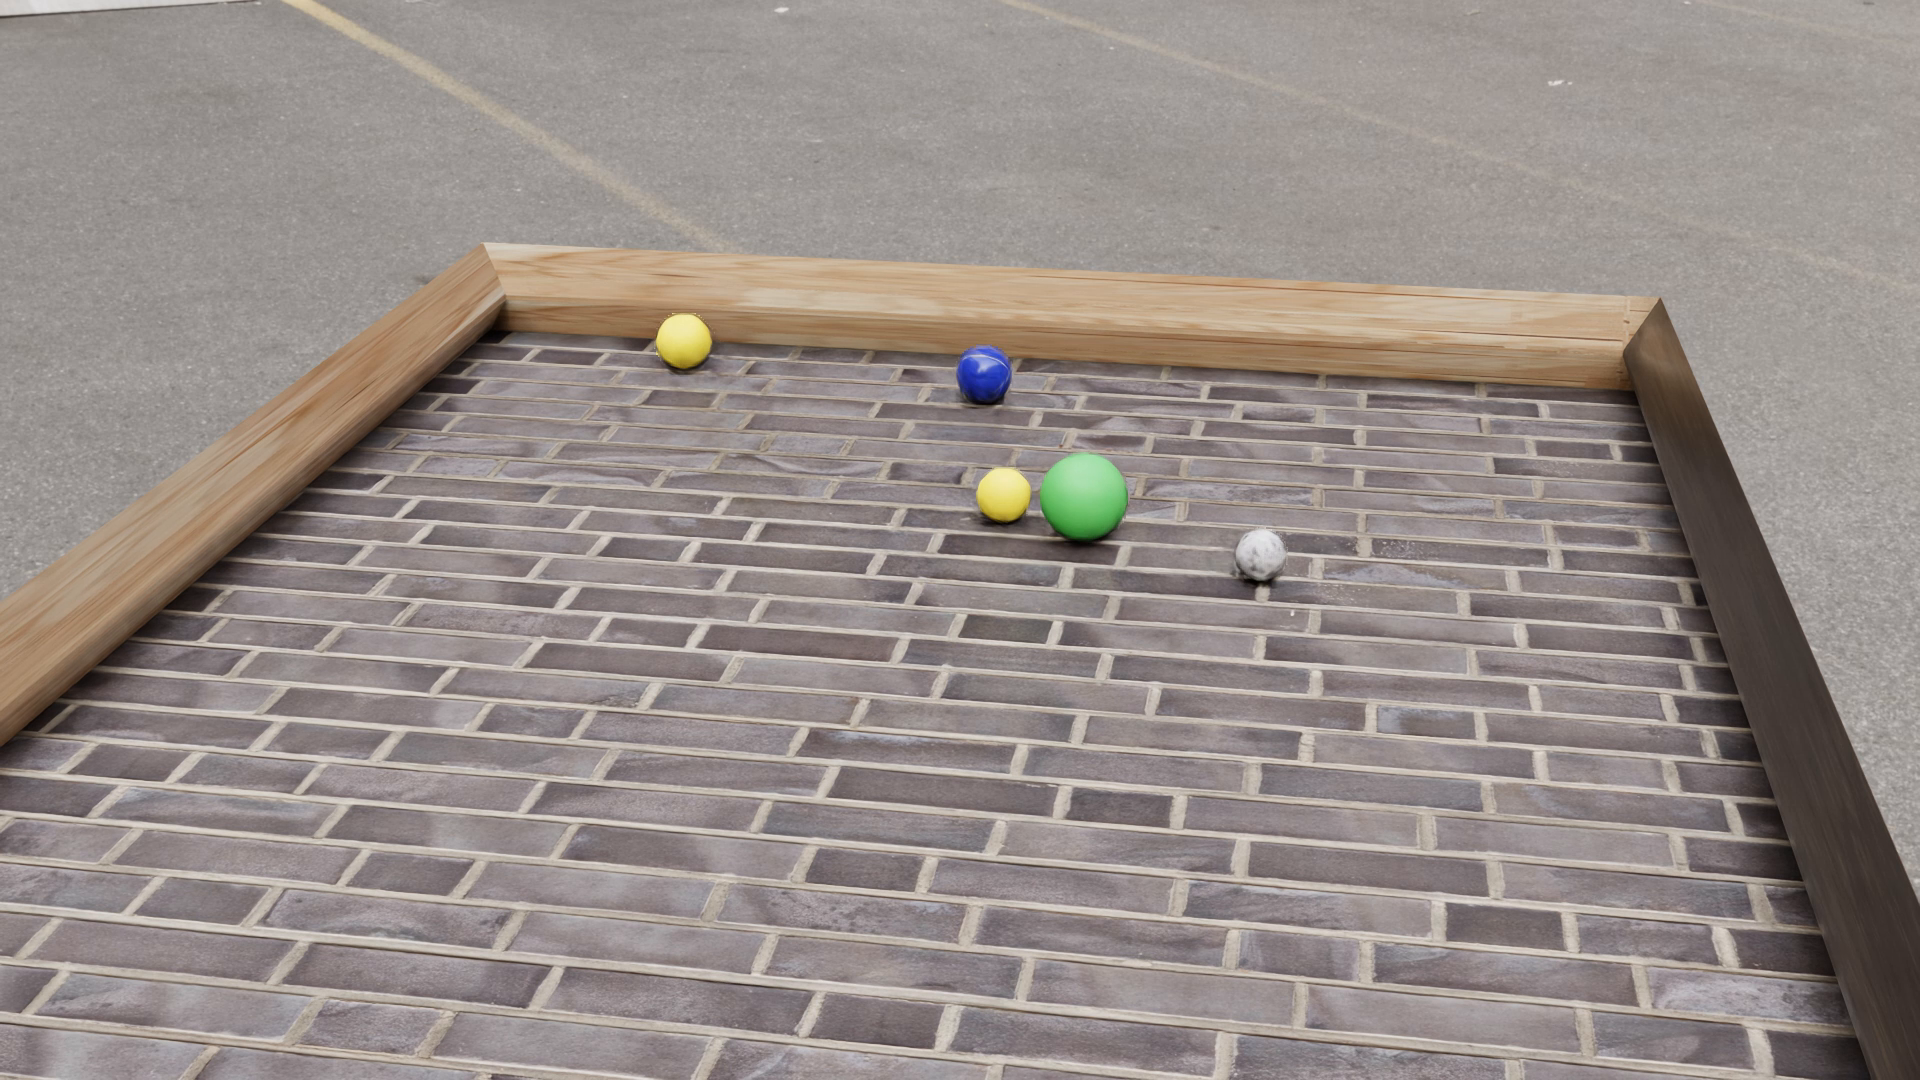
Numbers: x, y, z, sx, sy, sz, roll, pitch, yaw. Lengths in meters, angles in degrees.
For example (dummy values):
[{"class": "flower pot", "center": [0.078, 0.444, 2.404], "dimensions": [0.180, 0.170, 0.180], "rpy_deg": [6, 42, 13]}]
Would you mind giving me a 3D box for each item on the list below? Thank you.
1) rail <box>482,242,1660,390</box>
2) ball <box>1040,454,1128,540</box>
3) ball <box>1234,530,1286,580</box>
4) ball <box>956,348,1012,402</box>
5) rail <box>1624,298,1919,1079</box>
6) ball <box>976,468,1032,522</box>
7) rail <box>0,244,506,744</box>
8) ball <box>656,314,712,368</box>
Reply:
[{"class": "rail", "center": [0.113, -0.294, 2.926], "dimensions": [1.578, 0.124, 0.045], "rpy_deg": [4, 24, 9]}, {"class": "ball", "center": [0.135, -0.047, 2.392], "dimensions": [0.095, 0.095, 0.095], "rpy_deg": [0, 23, 0]}, {"class": "ball", "center": [0.314, 0.016, 2.300], "dimensions": [0.054, 0.054, 0.054], "rpy_deg": [0, 23, 0]}, {"class": "ball", "center": [0.031, -0.210, 2.801], "dimensions": [0.071, 0.071, 0.071], "rpy_deg": [0, 23, 0]}, {"class": "rail", "center": [0.638, 0.305, 1.540], "dimensions": [0.045, 0.124, 2.853], "rpy_deg": [4, 24, 9]}, {"class": "ball", "center": [0.049, -0.049, 2.442], "dimensions": [0.061, 0.061, 0.061], "rpy_deg": [0, 23, 0]}, {"class": "rail", "center": [-0.872, 0.205, 1.771], "dimensions": [0.045, 0.124, 2.853], "rpy_deg": [4, 24, 9]}, {"class": "ball", "center": [-0.367, -0.264, 2.924], "dimensions": [0.072, 0.072, 0.072], "rpy_deg": [0, 23, 0]}]
